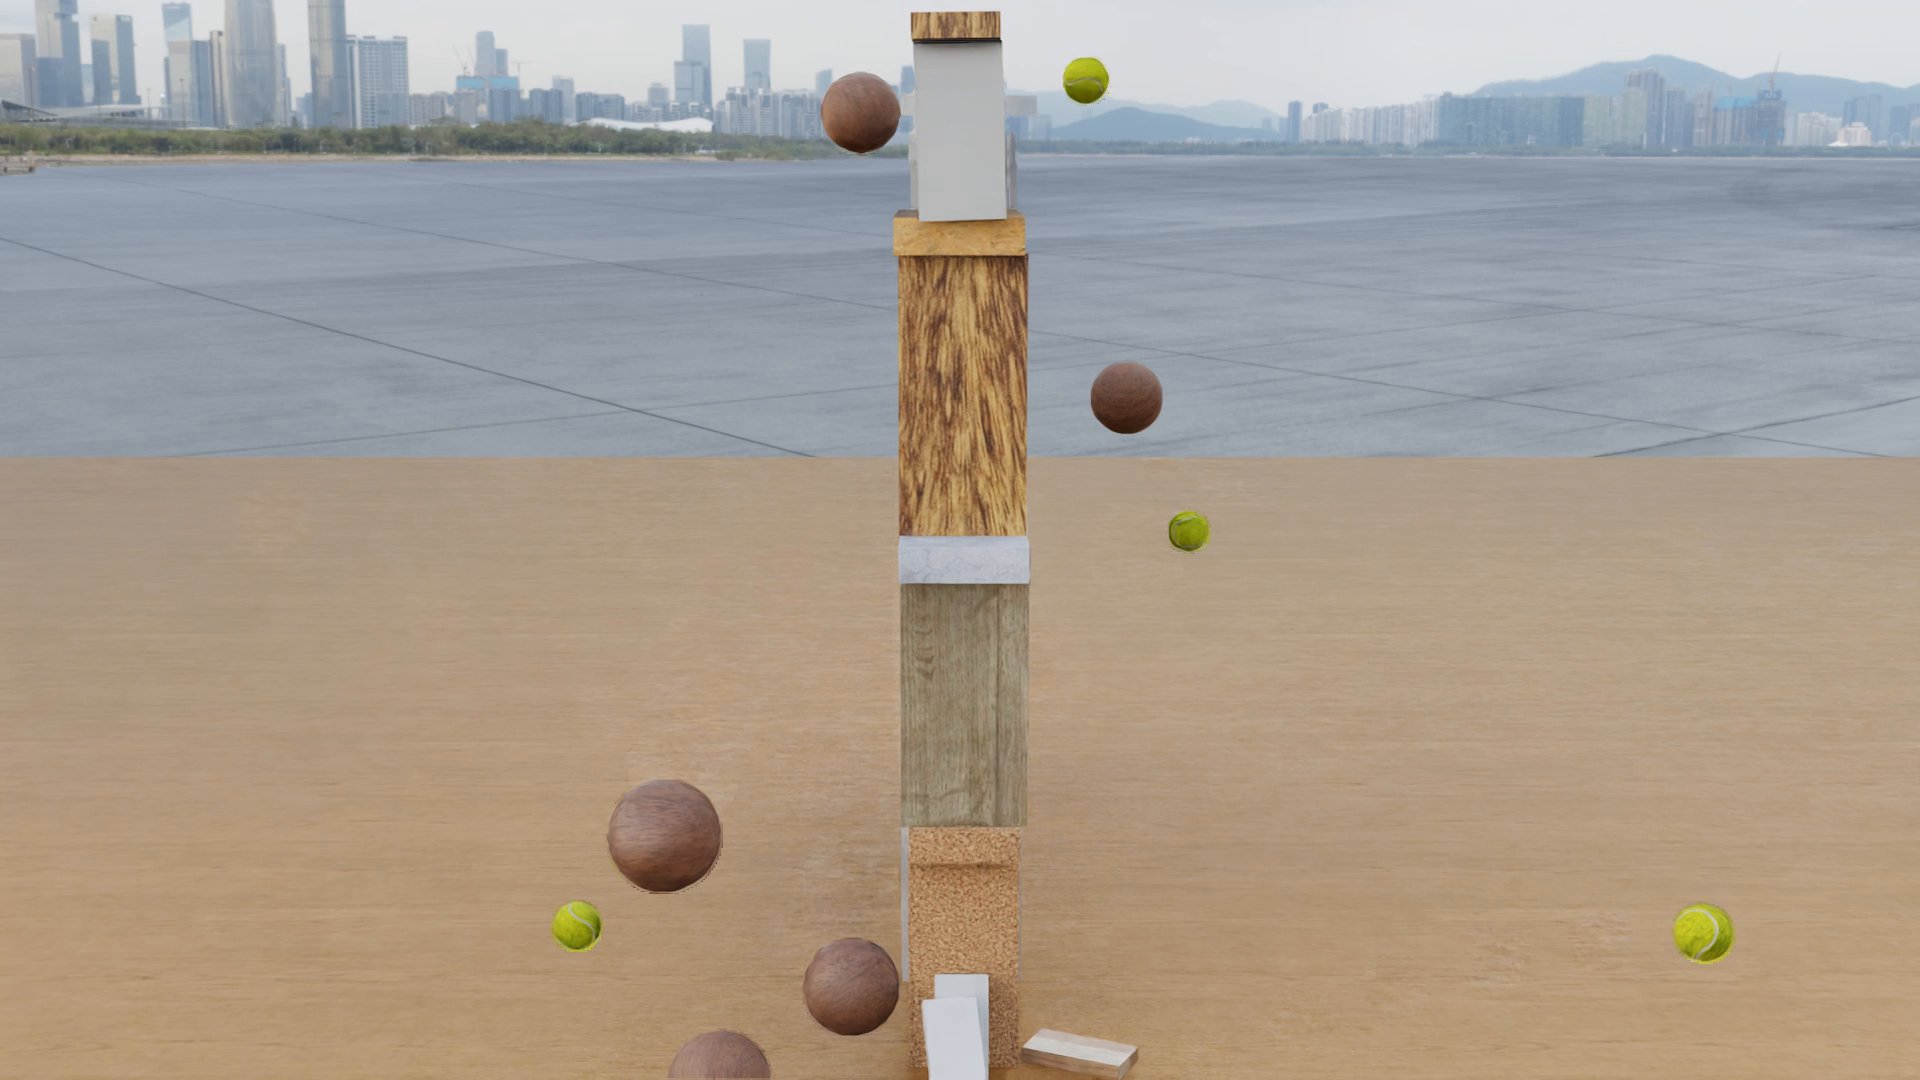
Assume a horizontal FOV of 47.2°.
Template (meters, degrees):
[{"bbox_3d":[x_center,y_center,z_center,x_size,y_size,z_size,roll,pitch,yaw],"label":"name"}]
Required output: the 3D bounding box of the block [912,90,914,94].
[{"bbox_3d":[-0.005,-0.794,4.005,0.154,0.044,0.309,0,10,0],"label":"block"}]

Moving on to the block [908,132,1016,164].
[{"bbox_3d":[0.002,-0.656,3.687,0.172,0.049,0.344,0,9,-1],"label":"block"}]

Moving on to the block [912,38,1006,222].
[{"bbox_3d":[0.000,-0.512,2.751,0.110,0.220,0.031,-2,20,-1],"label":"block"}]

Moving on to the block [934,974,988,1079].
[{"bbox_3d":[0.002,0.653,2.940,0.072,0.143,0.020,0,-9,0],"label":"block"}]

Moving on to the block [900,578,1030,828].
[{"bbox_3d":[0.005,0.212,2.918,0.168,0.337,0.048,0,11,-2],"label":"block"}]

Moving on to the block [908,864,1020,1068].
[{"bbox_3d":[0.005,0.567,2.979,0.149,0.297,0.042,0,12,0],"label":"block"}]

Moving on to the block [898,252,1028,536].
[{"bbox_3d":[0.004,-0.192,2.896,0.168,0.369,0.048,0,10,0],"label":"block"}]

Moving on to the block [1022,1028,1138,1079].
[{"bbox_3d":[0.164,0.703,3.007,0.143,0.020,0.072,5,12,25],"label":"block"}]

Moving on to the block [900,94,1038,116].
[{"bbox_3d":[0.016,-0.673,3.406,0.108,0.031,0.217,8,13,34],"label":"block"}]

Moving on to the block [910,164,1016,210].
[{"bbox_3d":[0.007,-0.394,3.619,0.172,0.443,0.049,0,11,-1],"label":"block"}]

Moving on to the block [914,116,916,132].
[{"bbox_3d":[-0.006,-0.602,3.935,0.154,0.309,0.044,0,11,0],"label":"block"}]

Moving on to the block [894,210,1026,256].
[{"bbox_3d":[-0.002,-0.417,2.969,0.168,0.048,0.337,0,10,0],"label":"block"}]

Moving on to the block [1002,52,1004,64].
[{"bbox_3d":[0.002,-0.541,2.896,0.110,0.220,0.031,-1,18,-1],"label":"block"}]

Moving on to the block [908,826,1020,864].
[{"bbox_3d":[0.007,0.381,3.049,0.148,0.042,0.297,0,10,0],"label":"block"}]

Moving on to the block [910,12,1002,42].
[{"bbox_3d":[-0.004,-0.648,2.783,0.110,0.031,0.220,-1,11,1],"label":"block"}]

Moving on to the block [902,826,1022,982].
[{"bbox_3d":[0.002,0.481,3.283,0.178,0.355,0.050,0,11,0],"label":"block"}]

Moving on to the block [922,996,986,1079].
[{"bbox_3d":[-0.007,0.674,2.885,0.072,0.143,0.020,-2,-30,-10],"label":"block"}]

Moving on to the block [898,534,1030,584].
[{"bbox_3d":[0.005,0.003,2.995,0.168,0.048,0.337,0,10,0],"label":"block"}]
